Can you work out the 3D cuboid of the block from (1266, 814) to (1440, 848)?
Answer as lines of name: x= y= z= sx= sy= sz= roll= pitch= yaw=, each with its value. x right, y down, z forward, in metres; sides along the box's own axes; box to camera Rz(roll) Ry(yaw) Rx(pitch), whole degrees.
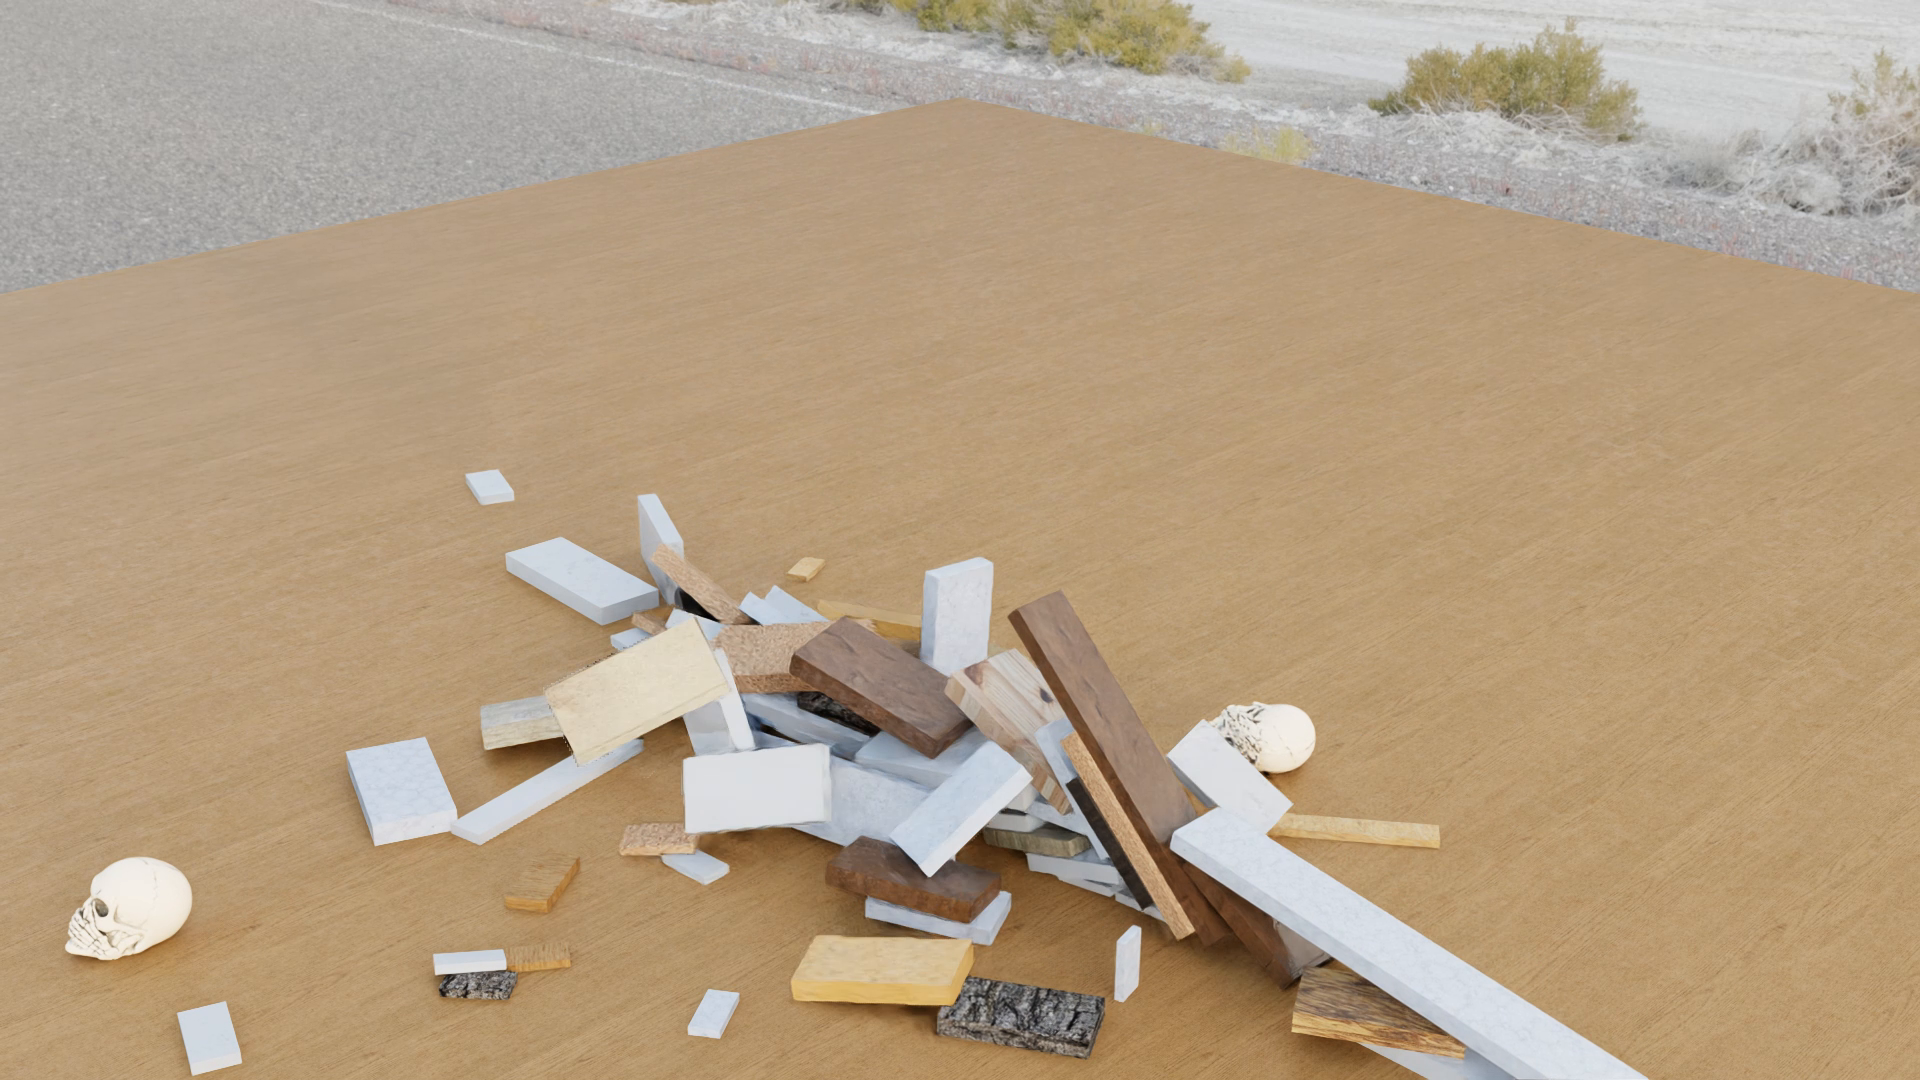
block: x=0.738 y=0.575 z=4.385 sx=0.426 sy=0.017 sz=0.060 roll=3 pitch=23 yaw=8

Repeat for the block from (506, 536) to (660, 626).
block: x=-0.942 y=0.099 z=5.469 sx=0.165 sy=0.047 sz=0.439 roll=-19 pitch=30 yaw=-38

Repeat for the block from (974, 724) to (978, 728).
block: x=0.084 y=0.398 z=4.610 sx=0.310 sy=0.044 sz=0.155 roll=-17 pitch=18 yaw=-27

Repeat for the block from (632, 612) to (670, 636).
block: x=-0.682 y=0.217 z=5.166 sx=0.092 sy=0.026 sz=0.184 roll=13 pitch=8 yaw=-46

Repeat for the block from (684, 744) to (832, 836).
block: x=-0.391 y=0.482 z=4.235 sx=0.292 sy=0.146 sz=0.041 roll=-8 pitch=-14 yaw=19

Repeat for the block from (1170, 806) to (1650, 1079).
block: x=0.755 y=0.718 z=3.729 sx=0.132 sy=0.037 sz=0.938 roll=-21 pitch=40 yaw=-41

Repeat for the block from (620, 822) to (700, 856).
block: x=-0.587 y=0.585 z=4.304 sx=0.146 sy=0.021 sz=0.073 roll=-3 pitch=28 yaw=6

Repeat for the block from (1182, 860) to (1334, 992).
block: x=0.544 y=0.664 z=3.964 sx=0.142 sy=0.040 sz=0.284 roll=-19 pitch=60 yaw=-40

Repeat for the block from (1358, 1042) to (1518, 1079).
block: x=1.051 y=0.944 z=3.485 sx=1.023 sy=0.040 sz=0.142 roll=21 pitch=31 yaw=40

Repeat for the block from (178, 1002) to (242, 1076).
block: x=-1.276 y=0.846 z=3.738 sx=0.081 sy=0.023 sz=0.161 roll=-11 pitch=25 yaw=-23

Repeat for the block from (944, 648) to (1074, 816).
block: x=0.152 y=0.370 z=4.281 sx=0.179 sy=0.051 sz=0.358 roll=-19 pitch=53 yaw=-41

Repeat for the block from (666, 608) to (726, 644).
block: x=-0.472 y=0.252 z=4.962 sx=0.378 sy=0.046 sz=0.162 roll=16 pitch=-17 yaw=31

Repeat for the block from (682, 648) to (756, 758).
block: x=-0.475 y=0.395 z=4.375 sx=0.046 sy=0.322 sz=0.161 roll=-12 pitch=-13 yaw=-36

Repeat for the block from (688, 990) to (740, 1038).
block: x=-0.426 y=0.820 z=3.808 sx=0.057 sy=0.016 sz=0.113 roll=5 pitch=23 yaw=11

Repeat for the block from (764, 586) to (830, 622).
block: x=-0.307 y=0.214 z=5.068 sx=0.323 sy=0.046 sz=0.162 roll=29 pitch=-9 yaw=49

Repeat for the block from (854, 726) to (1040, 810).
block: x=0.000 y=0.436 z=4.353 sx=0.381 sy=0.051 sz=0.179 roll=8 pitch=28 yaw=30

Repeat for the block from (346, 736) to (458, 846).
block: x=-1.144 y=0.510 z=4.498 sx=0.165 sy=0.047 sz=0.329 roll=-10 pitch=25 yaw=-21

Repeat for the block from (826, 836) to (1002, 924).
block: x=-0.086 y=0.628 z=4.075 sx=0.292 sy=0.041 sz=0.146 roll=12 pitch=19 yaw=21

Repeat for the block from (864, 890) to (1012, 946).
block: x=-0.040 y=0.679 z=4.091 sx=0.246 sy=0.035 sz=0.123 roll=10 pitch=29 yaw=17

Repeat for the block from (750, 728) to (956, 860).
block: x=-0.239 y=0.514 z=4.343 sx=0.542 sy=0.155 sz=0.044 roll=15 pitch=7 yaw=31

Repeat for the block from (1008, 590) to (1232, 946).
block: x=0.317 y=0.415 z=4.065 sx=0.123 sy=0.035 sz=0.704 roll=-21 pitch=75 yaw=-41

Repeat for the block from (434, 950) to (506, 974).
block: x=-0.876 y=0.754 z=3.929 sx=0.123 sy=0.017 sz=0.062 roll=-1 pitch=8 yaw=-17

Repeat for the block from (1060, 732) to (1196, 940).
block: x=0.347 y=0.525 z=4.065 sx=0.135 sy=0.038 sz=0.420 roll=-21 pitch=75 yaw=-41

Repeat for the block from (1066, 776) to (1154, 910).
block: x=0.321 y=0.539 z=4.091 sx=0.135 sy=0.038 sz=0.269 roll=-22 pitch=76 yaw=-42

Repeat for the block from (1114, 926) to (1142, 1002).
block: x=0.294 y=0.743 z=3.855 sx=0.017 sy=0.121 sz=0.060 roll=14 pitch=27 yaw=28

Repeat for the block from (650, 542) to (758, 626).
block: x=-0.572 y=0.143 z=5.153 sx=0.049 sy=0.175 sz=0.349 roll=-51 pitch=49 yaw=-2

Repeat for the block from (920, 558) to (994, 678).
block: x=-0.011 y=0.211 z=4.837 sx=0.161 sy=0.322 sz=0.046 roll=-15 pitch=27 yaw=-40

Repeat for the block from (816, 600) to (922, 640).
block: x=-0.152 y=0.194 z=5.083 sx=0.368 sy=0.031 sz=0.110 roll=11 pitch=11 yaw=-38

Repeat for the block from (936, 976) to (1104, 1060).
block: x=0.106 y=0.819 z=3.782 sx=0.265 sy=0.037 sz=0.132 roll=6 pitch=24 yaw=14

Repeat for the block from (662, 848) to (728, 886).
block: x=-0.513 y=0.628 z=4.259 sx=0.123 sy=0.017 sz=0.062 roll=20 pitch=30 yaw=38

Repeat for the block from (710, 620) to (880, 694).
block: x=-0.385 y=0.251 z=4.692 sx=0.424 sy=0.049 sz=0.175 roll=-4 pitch=34 yaw=37

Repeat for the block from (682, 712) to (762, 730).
block: x=-0.543 y=0.372 z=4.775 sx=0.110 sy=0.031 sz=0.220 roll=-15 pitch=39 yaw=-42

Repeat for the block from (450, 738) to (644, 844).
block: x=-0.844 y=0.506 z=4.538 sx=0.081 sy=0.023 sz=0.479 roll=15 pitch=27 yaw=32

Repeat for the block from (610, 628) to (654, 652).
block: x=-0.727 y=0.253 z=5.130 sx=0.092 sy=0.026 sz=0.184 roll=-18 pitch=29 yaw=-36
